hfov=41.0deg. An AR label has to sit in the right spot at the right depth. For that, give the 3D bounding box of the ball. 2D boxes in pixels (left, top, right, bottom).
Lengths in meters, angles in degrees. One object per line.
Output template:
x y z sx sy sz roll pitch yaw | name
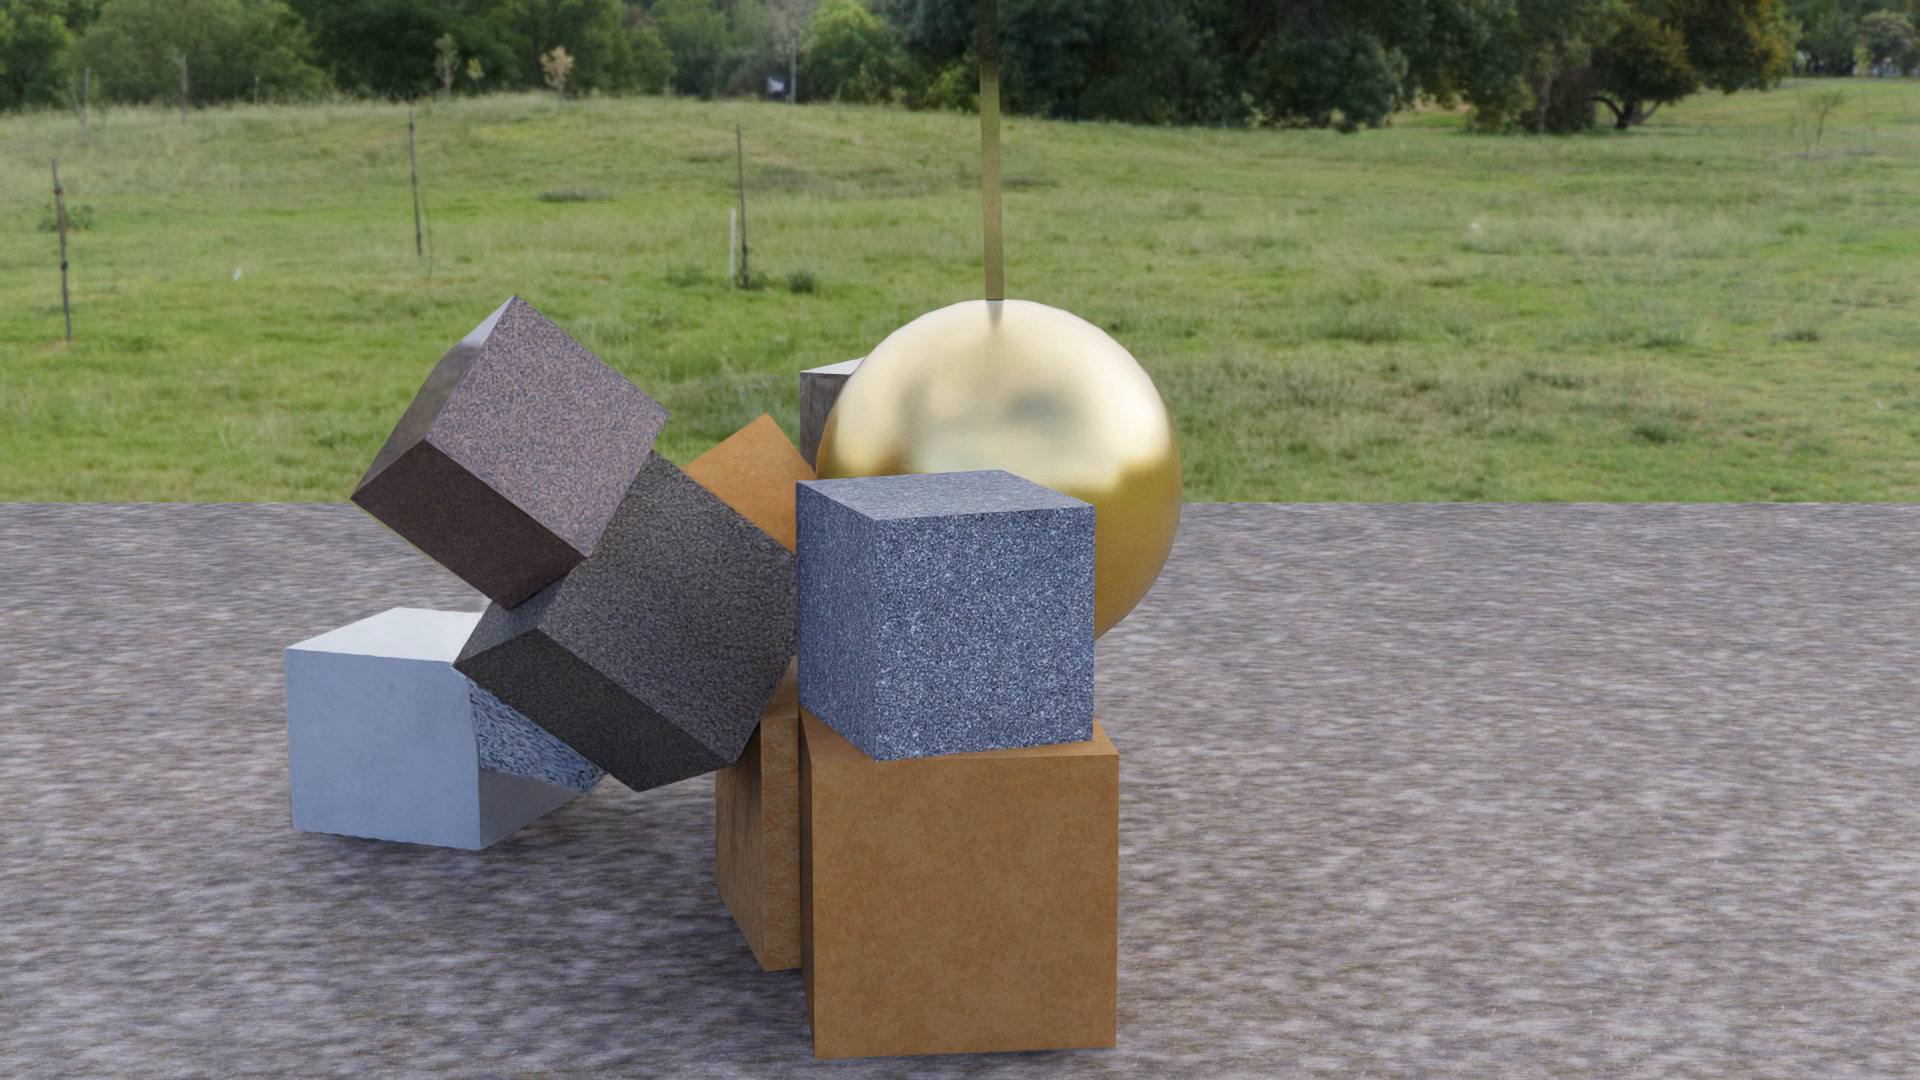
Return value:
0.172 -0.247 11.135 1.600 1.600 1.600 0 10 0 | ball

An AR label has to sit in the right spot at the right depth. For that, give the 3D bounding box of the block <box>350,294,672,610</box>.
-1.733 -0.326 9.905 0.755 0.740 0.715 38 -35 -19 | block

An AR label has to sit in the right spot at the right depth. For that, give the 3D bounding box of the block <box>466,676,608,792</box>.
-1.792 0.674 11.510 0.575 0.610 0.560 9 30 24 | block

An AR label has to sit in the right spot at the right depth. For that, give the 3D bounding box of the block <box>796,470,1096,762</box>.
-0.069 0.254 9.576 0.838 0.869 0.926 -4 11 -20 | block

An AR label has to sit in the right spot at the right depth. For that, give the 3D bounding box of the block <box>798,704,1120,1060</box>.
-0.031 1.235 9.689 1.102 1.103 0.961 -1 10 -6 | block

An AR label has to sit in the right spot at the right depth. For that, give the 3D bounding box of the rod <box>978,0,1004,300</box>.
0.074 -3.591 10.527 0.080 5.200 0.080 -2 10 0 | rod

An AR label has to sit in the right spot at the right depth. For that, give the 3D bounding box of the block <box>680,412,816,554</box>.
-1.118 0.026 12.083 0.725 0.739 0.840 -38 0 44 | block

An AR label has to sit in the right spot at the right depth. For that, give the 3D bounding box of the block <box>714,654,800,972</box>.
-0.482 1.091 10.694 0.902 1.027 1.077 -3 11 -15 | block

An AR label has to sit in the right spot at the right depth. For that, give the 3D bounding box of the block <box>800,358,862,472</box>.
-0.115 -0.414 12.795 1.000 0.912 1.016 5 11 24 | block

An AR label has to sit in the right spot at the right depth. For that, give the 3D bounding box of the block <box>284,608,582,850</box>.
-2.503 0.879 12.284 0.997 0.877 0.988 4 11 19 | block

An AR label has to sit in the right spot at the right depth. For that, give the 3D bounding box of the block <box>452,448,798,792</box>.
-1.277 0.339 10.298 0.946 0.877 0.908 37 -28 -19 | block
